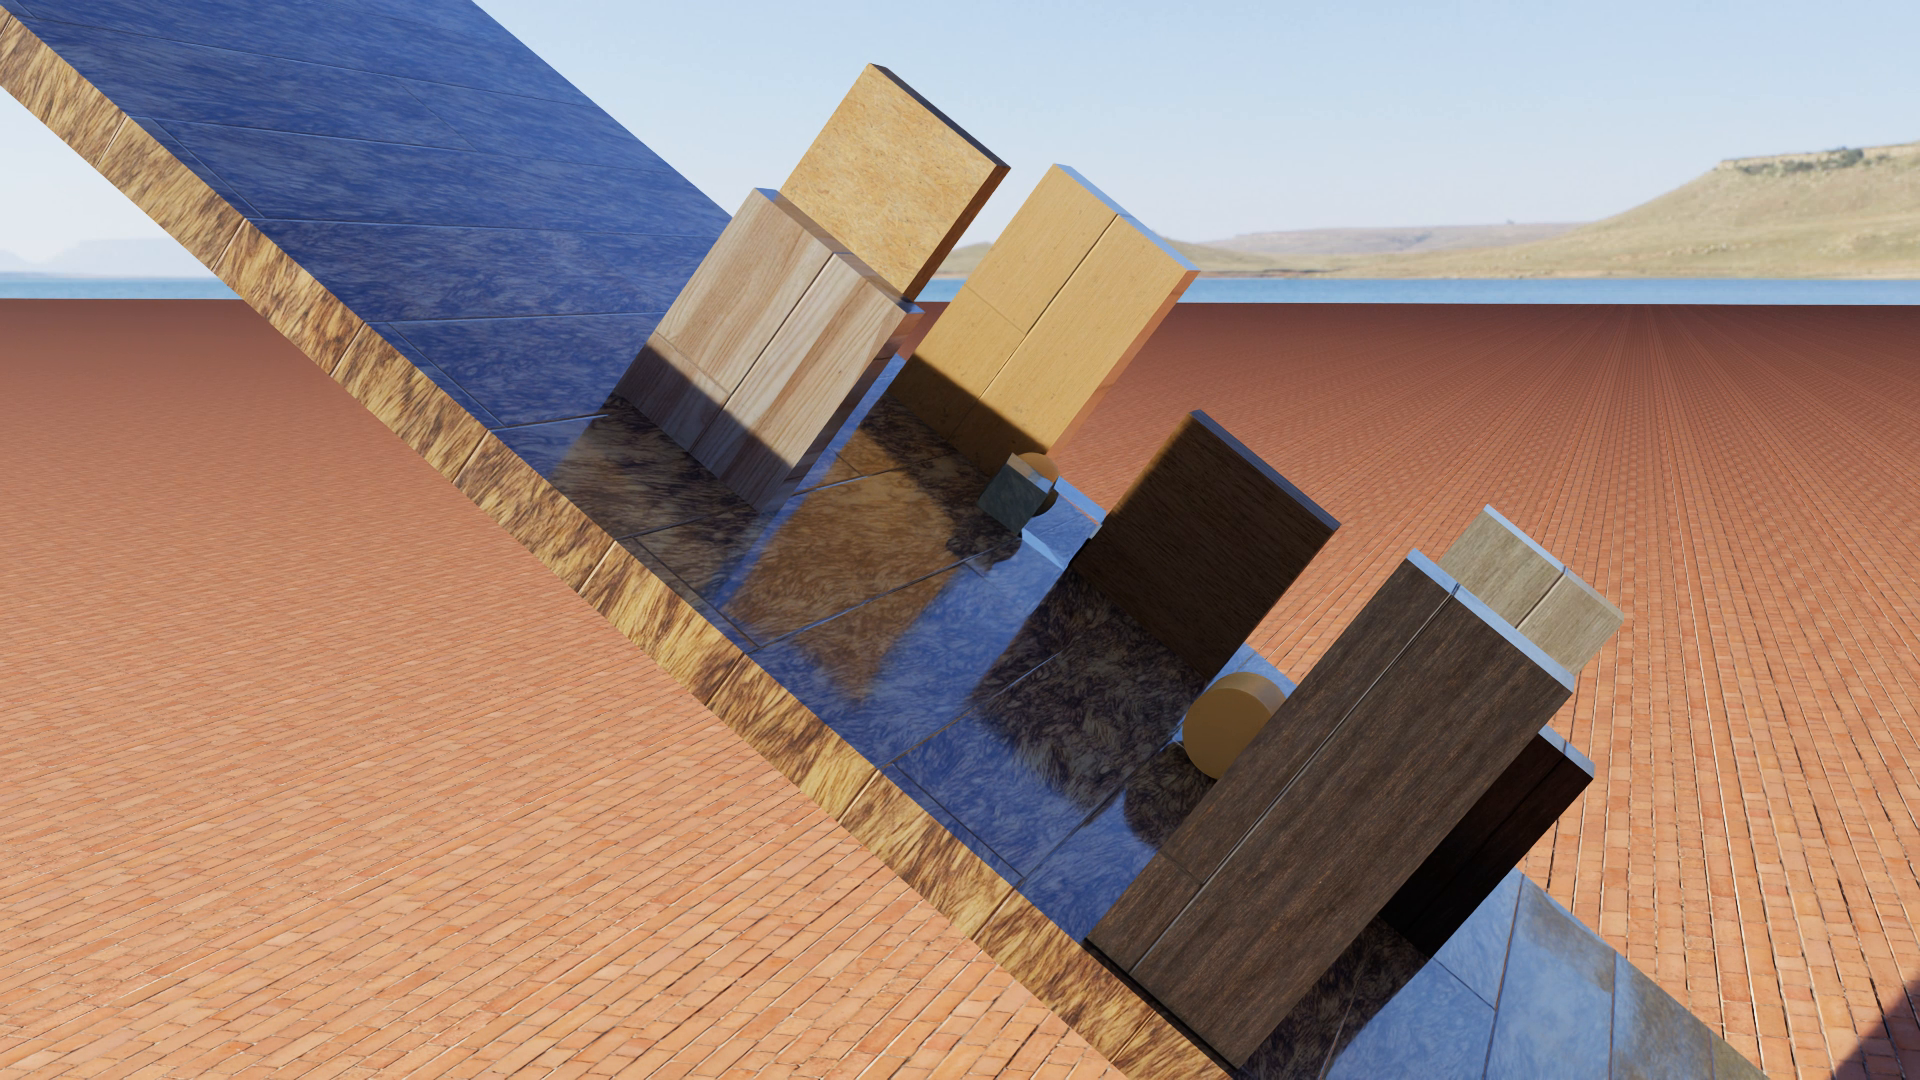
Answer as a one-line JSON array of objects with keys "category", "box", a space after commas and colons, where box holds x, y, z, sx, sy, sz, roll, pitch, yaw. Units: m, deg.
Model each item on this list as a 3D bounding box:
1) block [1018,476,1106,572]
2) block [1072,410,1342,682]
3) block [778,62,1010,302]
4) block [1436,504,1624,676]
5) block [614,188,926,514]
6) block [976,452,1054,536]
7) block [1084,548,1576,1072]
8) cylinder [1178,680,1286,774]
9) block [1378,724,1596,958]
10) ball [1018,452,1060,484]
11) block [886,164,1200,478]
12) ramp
[{"category": "block", "box": [0.210, -0.034, 4.510, 0.124, 0.124, 0.124, 37, 16, -2]}, {"category": "block", "box": [0.501, 0.009, 4.505, 0.374, 0.401, 0.127, 40, 16, 9]}, {"category": "block", "box": [-0.213, -0.571, 4.226, 0.316, 0.602, 0.104, 40, 16, 9]}, {"category": "block", "box": [0.729, 0.309, 3.576, 0.275, 0.719, 0.094, 40, 16, 9]}, {"category": "block", "box": [-0.316, -0.311, 3.620, 0.328, 0.415, 0.096, 40, 16, 9]}, {"category": "block", "box": [0.112, -0.095, 4.500, 0.107, 0.107, 0.107, 37, 16, -2]}, {"category": "block", "box": [0.491, 0.365, 2.960, 0.270, 0.690, 0.114, 40, 16, 9]}, {"category": "cylinder", "box": [0.507, 0.340, 4.017, 0.171, 0.171, 0.171, 3, -2, 24]}, {"category": "block", "box": [0.814, 0.431, 3.932, 0.438, 0.437, 0.118, 40, 16, 9]}, {"category": "ball", "box": [0.150, -0.121, 4.616, 0.127, 0.127, 0.127, 0, 7, 0]}, {"category": "block", "box": [0.176, -0.448, 4.709, 0.363, 0.606, 0.146, 40, 16, 9]}, {"category": "ramp", "box": [-0.033, 0.088, 4.055, 4.000, 0.100, 2.000, 40, 16, 9]}]
